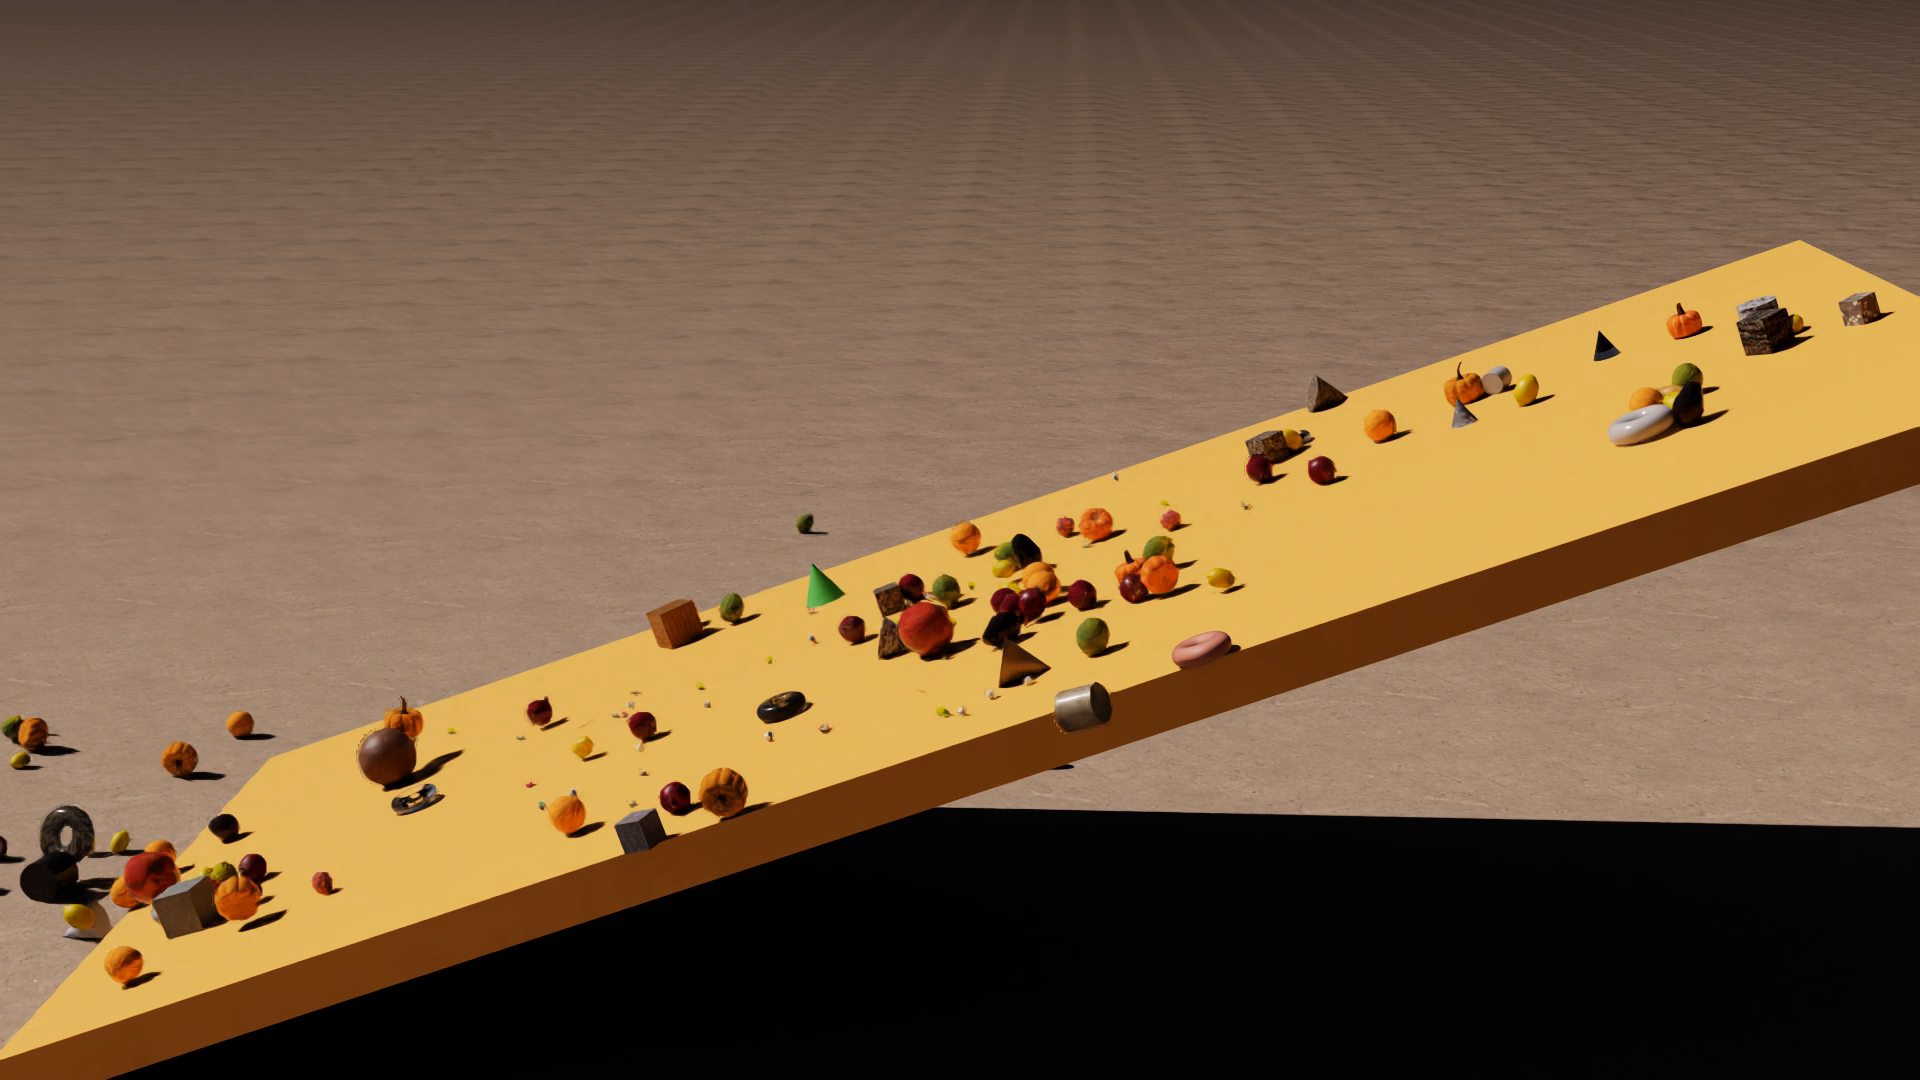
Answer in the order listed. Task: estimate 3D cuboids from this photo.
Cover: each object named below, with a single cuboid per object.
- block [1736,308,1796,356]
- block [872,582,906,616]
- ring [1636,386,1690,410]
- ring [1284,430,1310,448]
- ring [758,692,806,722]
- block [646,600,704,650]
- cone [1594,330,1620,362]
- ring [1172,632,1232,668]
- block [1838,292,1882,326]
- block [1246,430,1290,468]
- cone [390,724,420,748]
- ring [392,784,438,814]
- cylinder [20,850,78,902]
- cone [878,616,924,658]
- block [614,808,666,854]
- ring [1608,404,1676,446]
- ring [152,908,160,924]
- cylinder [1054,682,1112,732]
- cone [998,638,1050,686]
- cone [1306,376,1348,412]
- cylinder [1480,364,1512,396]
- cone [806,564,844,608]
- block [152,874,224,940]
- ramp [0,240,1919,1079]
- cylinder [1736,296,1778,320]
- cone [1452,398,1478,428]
[{"bbox_3d":[1.664,-0.430,6.073,0.074,0.074,0.074,-26,12,-27],"label":"block"},{"bbox_3d":[-0.158,0.133,6.583,0.056,0.056,0.056,-21,11,-4],"label":"block"},{"bbox_3d":[1.408,-0.279,5.893,0.108,0.036,0.108,-19,12,4],"label":"ring"},{"bbox_3d":[0.775,-0.233,6.804,0.076,0.025,0.076,-18,12,4],"label":"ring"},{"bbox_3d":[-0.364,0.340,6.000,0.105,0.035,0.105,-19,12,4],"label":"ring"},{"bbox_3d":[-0.684,0.202,7.076,0.090,0.090,0.090,-25,12,-25],"label":"block"},{"bbox_3d":[1.432,-0.438,6.551,0.063,0.063,0.063,-19,11,4],"label":"cone"},{"bbox_3d":[0.435,0.197,5.292,0.112,0.037,0.112,-20,10,3],"label":"ring"},{"bbox_3d":[1.844,-0.473,6.026,0.053,0.053,0.053,-26,13,-28],"label":"block"},{"bbox_3d":[0.702,-0.208,6.709,0.064,0.064,0.064,-26,12,-28],"label":"block"},{"bbox_3d":[-1.320,0.475,7.036,0.061,0.061,0.061,13,16,17],"label":"cone"},{"bbox_3d":[-1.180,0.560,6.361,0.106,0.035,0.106,-21,11,4],"label":"ring"},{"bbox_3d":[-2.081,0.769,6.723,0.094,0.094,0.094,3,13,13],"label":"cylinder"},{"bbox_3d":[-0.120,0.211,6.179,0.091,0.091,0.091,8,13,4],"label":"cone"},{"bbox_3d":[-0.585,0.533,5.388,0.059,0.059,0.059,-13,13,31],"label":"block"},{"bbox_3d":[1.330,-0.224,5.739,0.136,0.045,0.136,-22,9,4],"label":"ring"},{"bbox_3d":[-1.626,0.758,6.138,0.130,0.043,0.130,-26,7,3],"label":"ring"},{"bbox_3d":[0.218,0.297,5.217,0.074,0.074,0.074,-16,3,30],"label":"cylinder"},{"bbox_3d":[0.128,0.238,5.610,0.096,0.096,0.096,8,13,2],"label":"cone"},{"bbox_3d":[0.896,-0.349,7.112,0.092,0.092,0.092,6,11,-9],"label":"cone"},{"bbox_3d":[1.203,-0.358,6.591,0.052,0.052,0.052,9,31,36],"label":"cylinder"},{"bbox_3d":[-0.334,0.097,6.954,0.097,0.097,0.097,-19,11,4],"label":"cone"},{"bbox_3d":[-1.574,0.748,5.997,0.088,0.088,0.088,-16,12,18],"label":"block"},{"bbox_3d":[0.111,0.179,6.301,4.000,0.100,2.000,-19,11,6],"label":"ramp"},{"bbox_3d":[1.679,-0.458,6.162,0.083,0.083,0.083,-19,11,4],"label":"cylinder"},{"bbox_3d":[1.089,-0.281,6.397,0.059,0.059,0.059,-19,11,4],"label":"cone"}]
